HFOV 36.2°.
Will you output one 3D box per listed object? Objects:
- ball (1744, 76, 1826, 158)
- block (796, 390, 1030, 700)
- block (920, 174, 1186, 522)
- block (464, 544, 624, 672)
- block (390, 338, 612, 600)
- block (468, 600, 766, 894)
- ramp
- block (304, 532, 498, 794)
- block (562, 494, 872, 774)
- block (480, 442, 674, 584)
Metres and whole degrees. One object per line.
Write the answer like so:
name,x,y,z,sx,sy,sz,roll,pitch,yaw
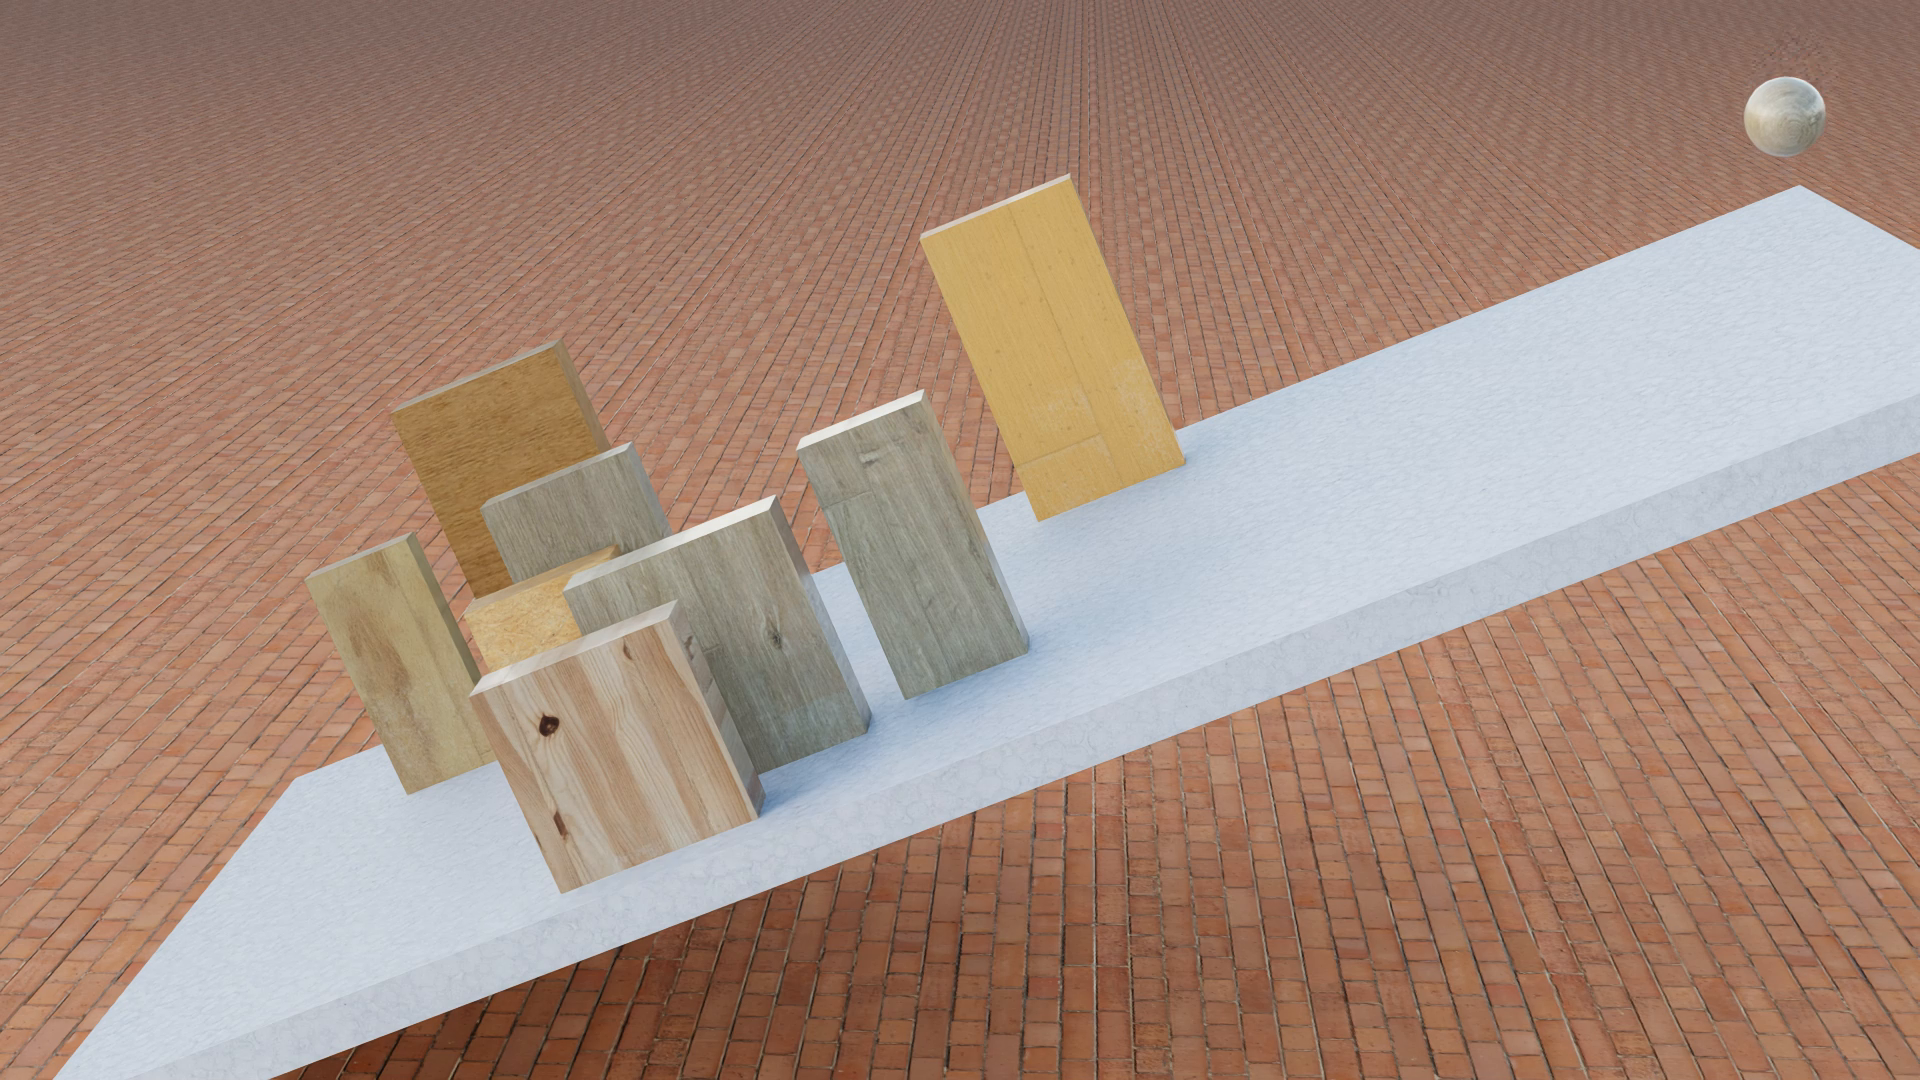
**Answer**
ball,1.742,-0.894,6.213,0.168,0.168,0.168,0,14,0
block,-0.090,0.010,5.833,0.265,0.550,0.116,-21,12,8
block,0.218,-0.442,6.809,0.371,0.715,0.098,-21,12,8
block,-0.808,0.275,6.293,0.340,0.429,0.117,-21,12,8
block,-1.006,-0.036,7.118,0.429,0.794,0.130,-21,12,8
block,-0.641,0.389,5.532,0.407,0.418,0.136,-21,12,8
ramp,0.126,0.172,6.288,4.000,0.100,2.000,-21,12,8
block,-1.268,0.286,6.786,0.258,0.556,0.082,-21,12,8
block,-0.473,0.223,5.777,0.439,0.484,0.127,-21,12,8
block,-0.757,0.130,6.413,0.346,0.601,0.094,-21,12,8
